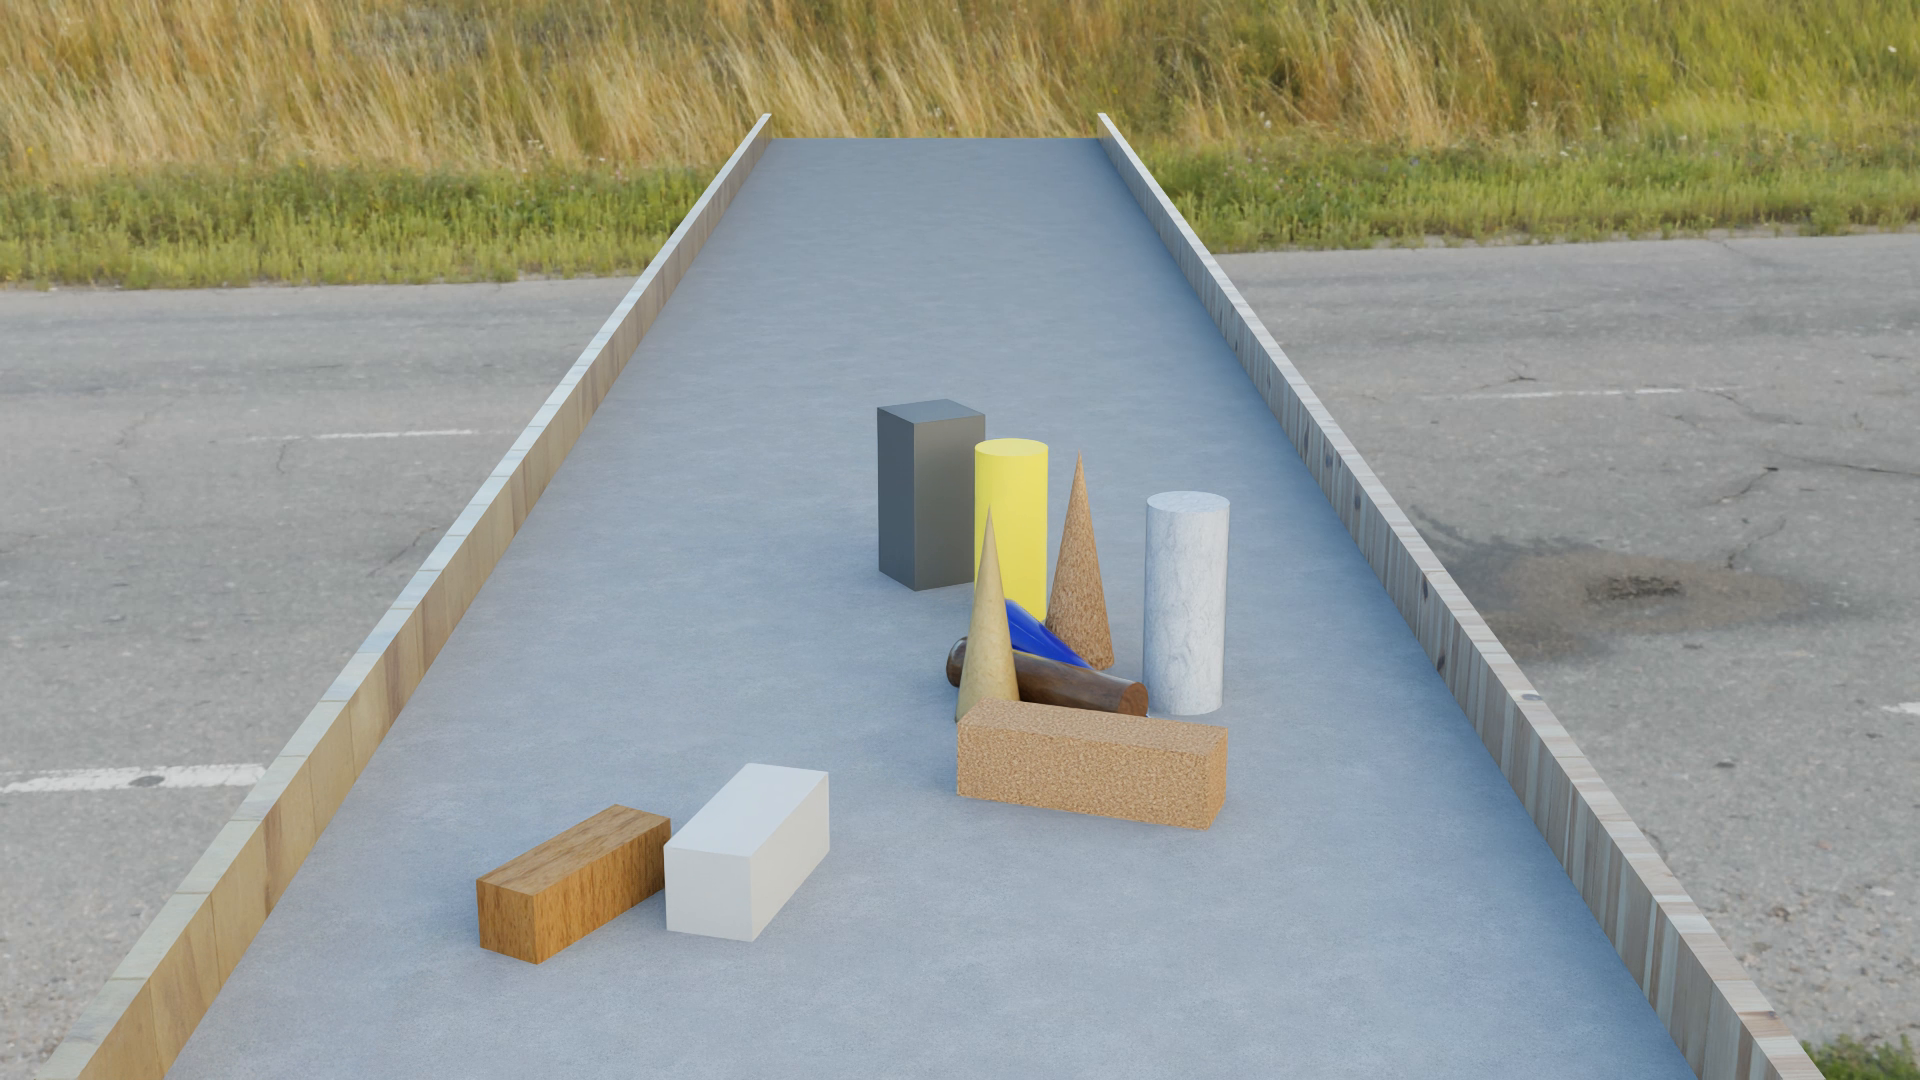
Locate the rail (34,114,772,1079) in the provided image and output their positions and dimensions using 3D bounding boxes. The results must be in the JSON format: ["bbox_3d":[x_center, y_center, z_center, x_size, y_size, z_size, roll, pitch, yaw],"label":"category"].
[{"bbox_3d":[-1.118,-0.838,7.780,0.050,0.150,12.000,0,17,-1],"label":"rail"}]

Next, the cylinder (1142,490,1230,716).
[{"bbox_3d":[0.424,0.118,4.140,0.154,0.394,0.154,0,17,0],"label":"cylinder"}]

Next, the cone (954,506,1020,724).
[{"bbox_3d":[0.054,0.134,4.038,0.129,0.421,0.129,0,17,0],"label":"cone"}]

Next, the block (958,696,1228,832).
[{"bbox_3d":[0.223,0.376,3.728,0.437,0.133,0.133,6,18,19],"label":"block"}]

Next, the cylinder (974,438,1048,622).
[{"bbox_3d":[0.107,-0.017,4.636,0.153,0.368,0.153,0,17,0],"label":"cylinder"}]

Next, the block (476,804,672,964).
[{"bbox_3d":[-0.575,0.513,3.310,0.109,0.109,0.318,10,19,29],"label":"block"}]

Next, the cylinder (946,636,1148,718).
[{"bbox_3d":[0.160,0.272,4.134,0.401,0.101,0.101,13,21,37],"label":"cylinder"}]

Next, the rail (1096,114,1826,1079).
[{"bbox_3d":[0.932,-0.844,7.801,0.050,0.150,12.000,0,17,-1],"label":"rail"}]

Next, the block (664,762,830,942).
[{"bbox_3d":[-0.323,0.475,3.389,0.136,0.136,0.335,5,17,16],"label":"block"}]

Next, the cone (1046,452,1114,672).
[{"bbox_3d":[0.234,0.031,4.352,0.153,0.440,0.153,0,17,0],"label":"cone"}]

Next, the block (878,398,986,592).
[{"bbox_3d":[-0.064,-0.103,4.905,0.177,0.380,0.177,-9,19,-27],"label":"block"}]

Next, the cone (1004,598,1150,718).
[{"bbox_3d":[0.222,0.259,4.240,0.132,0.132,0.455,-14,30,-38],"label":"cone"}]
